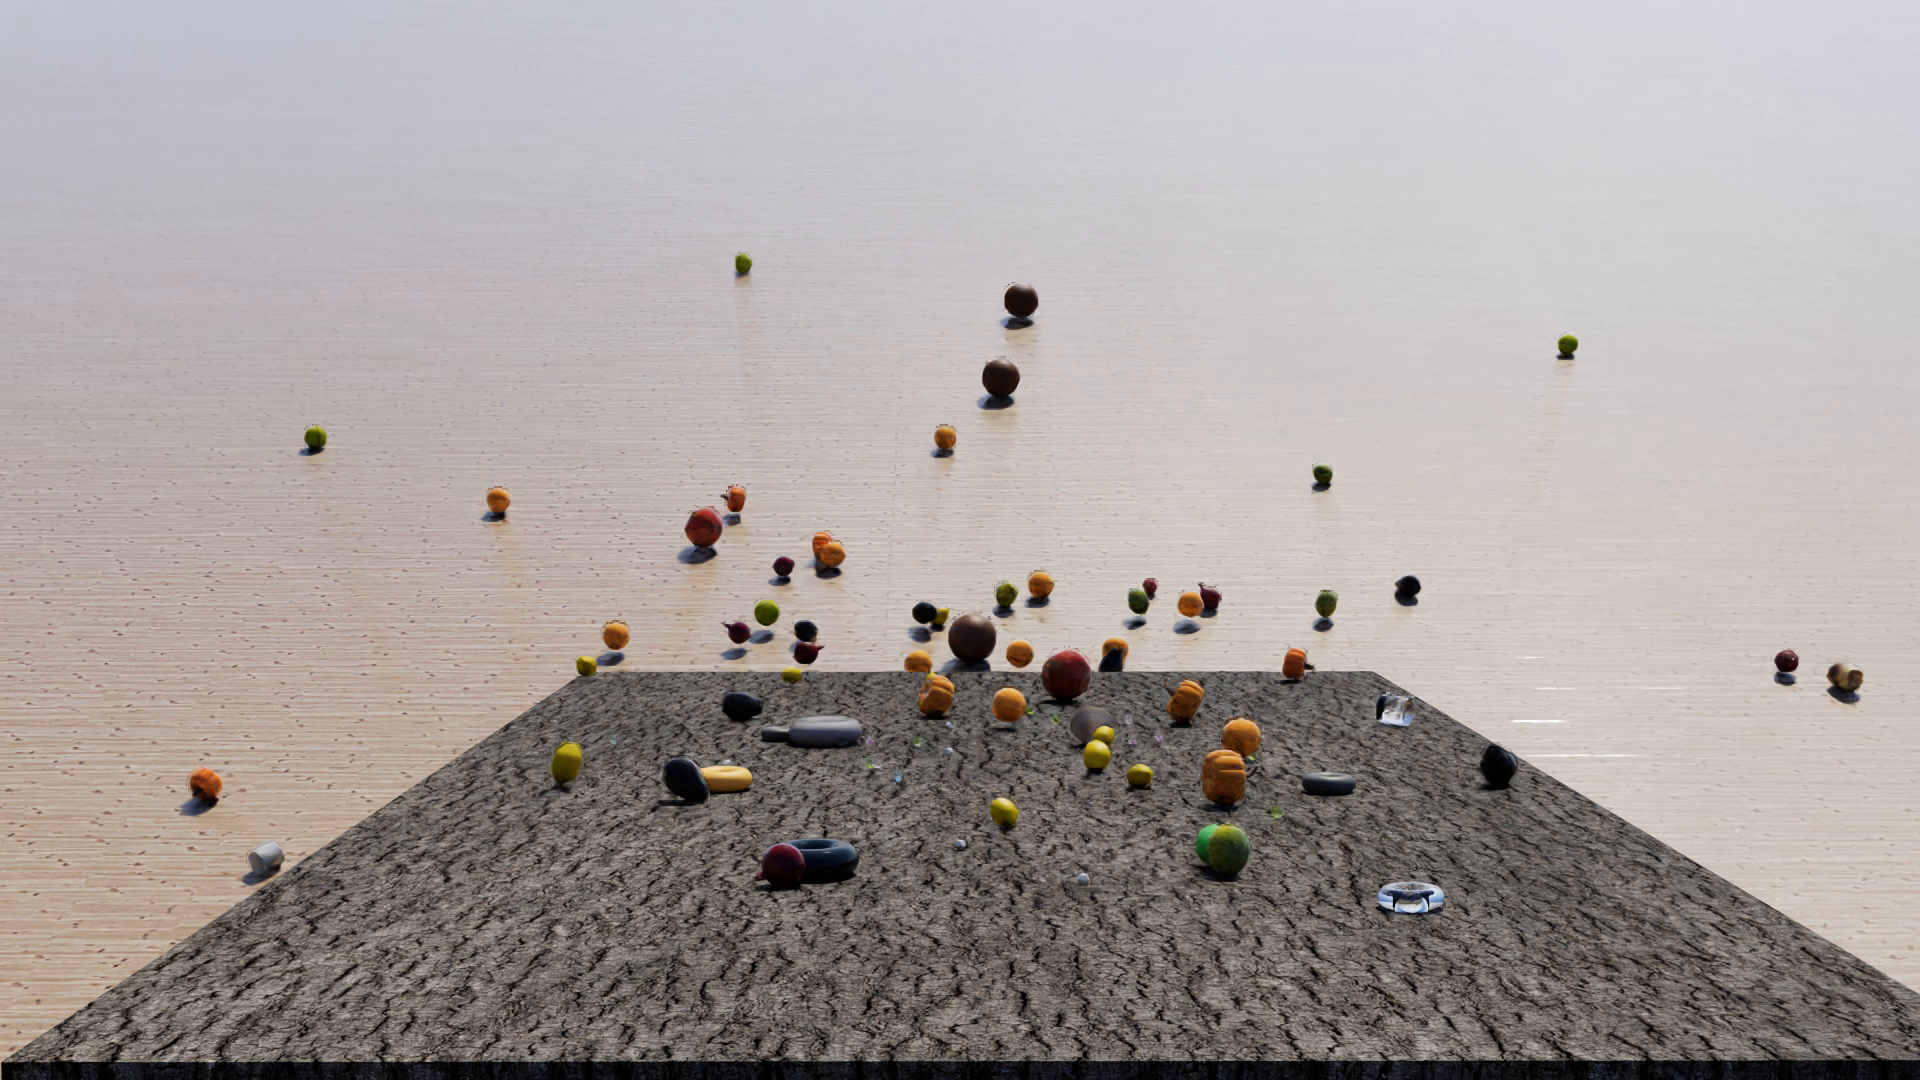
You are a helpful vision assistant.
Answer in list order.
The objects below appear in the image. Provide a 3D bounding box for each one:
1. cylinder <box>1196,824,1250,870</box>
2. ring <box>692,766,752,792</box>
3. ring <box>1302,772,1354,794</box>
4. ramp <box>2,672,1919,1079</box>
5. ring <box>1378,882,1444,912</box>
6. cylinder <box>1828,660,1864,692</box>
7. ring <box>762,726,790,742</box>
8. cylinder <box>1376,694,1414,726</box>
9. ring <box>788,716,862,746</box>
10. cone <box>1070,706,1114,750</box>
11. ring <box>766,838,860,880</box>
[{"bbox_3d":[0.371,0.435,3.638,0.057,0.057,0.057,-10,6,-22],"label":"cylinder"},{"bbox_3d":[-0.410,0.412,4.424,0.105,0.035,0.105,-1,3,0],"label":"ring"},{"bbox_3d":[0.629,0.415,4.389,0.091,0.030,0.091,1,2,0],"label":"ring"},{"bbox_3d":[0.052,0.473,4.536,2.000,0.100,4.000,0,3,0],"label":"ramp"},{"bbox_3d":[0.584,0.463,3.335,0.087,0.029,0.087,-1,3,0],"label":"ring"},{"bbox_3d":[2.284,0.353,6.640,0.063,0.063,0.063,-9,24,-20],"label":"cylinder"},{"bbox_3d":[-0.358,0.385,5.114,0.075,0.025,0.075,0,1,0],"label":"ring"},{"bbox_3d":[0.904,0.354,5.342,0.060,0.060,0.060,7,23,33],"label":"cylinder"},{"bbox_3d":[-0.266,0.376,5.056,0.146,0.049,0.146,-1,3,0],"label":"ring"},{"bbox_3d":[0.257,0.383,4.993,0.087,0.087,0.087,1,29,3],"label":"cone"},{"bbox_3d":[-0.205,0.445,3.583,0.131,0.044,0.131,-1,3,0],"label":"ring"}]
